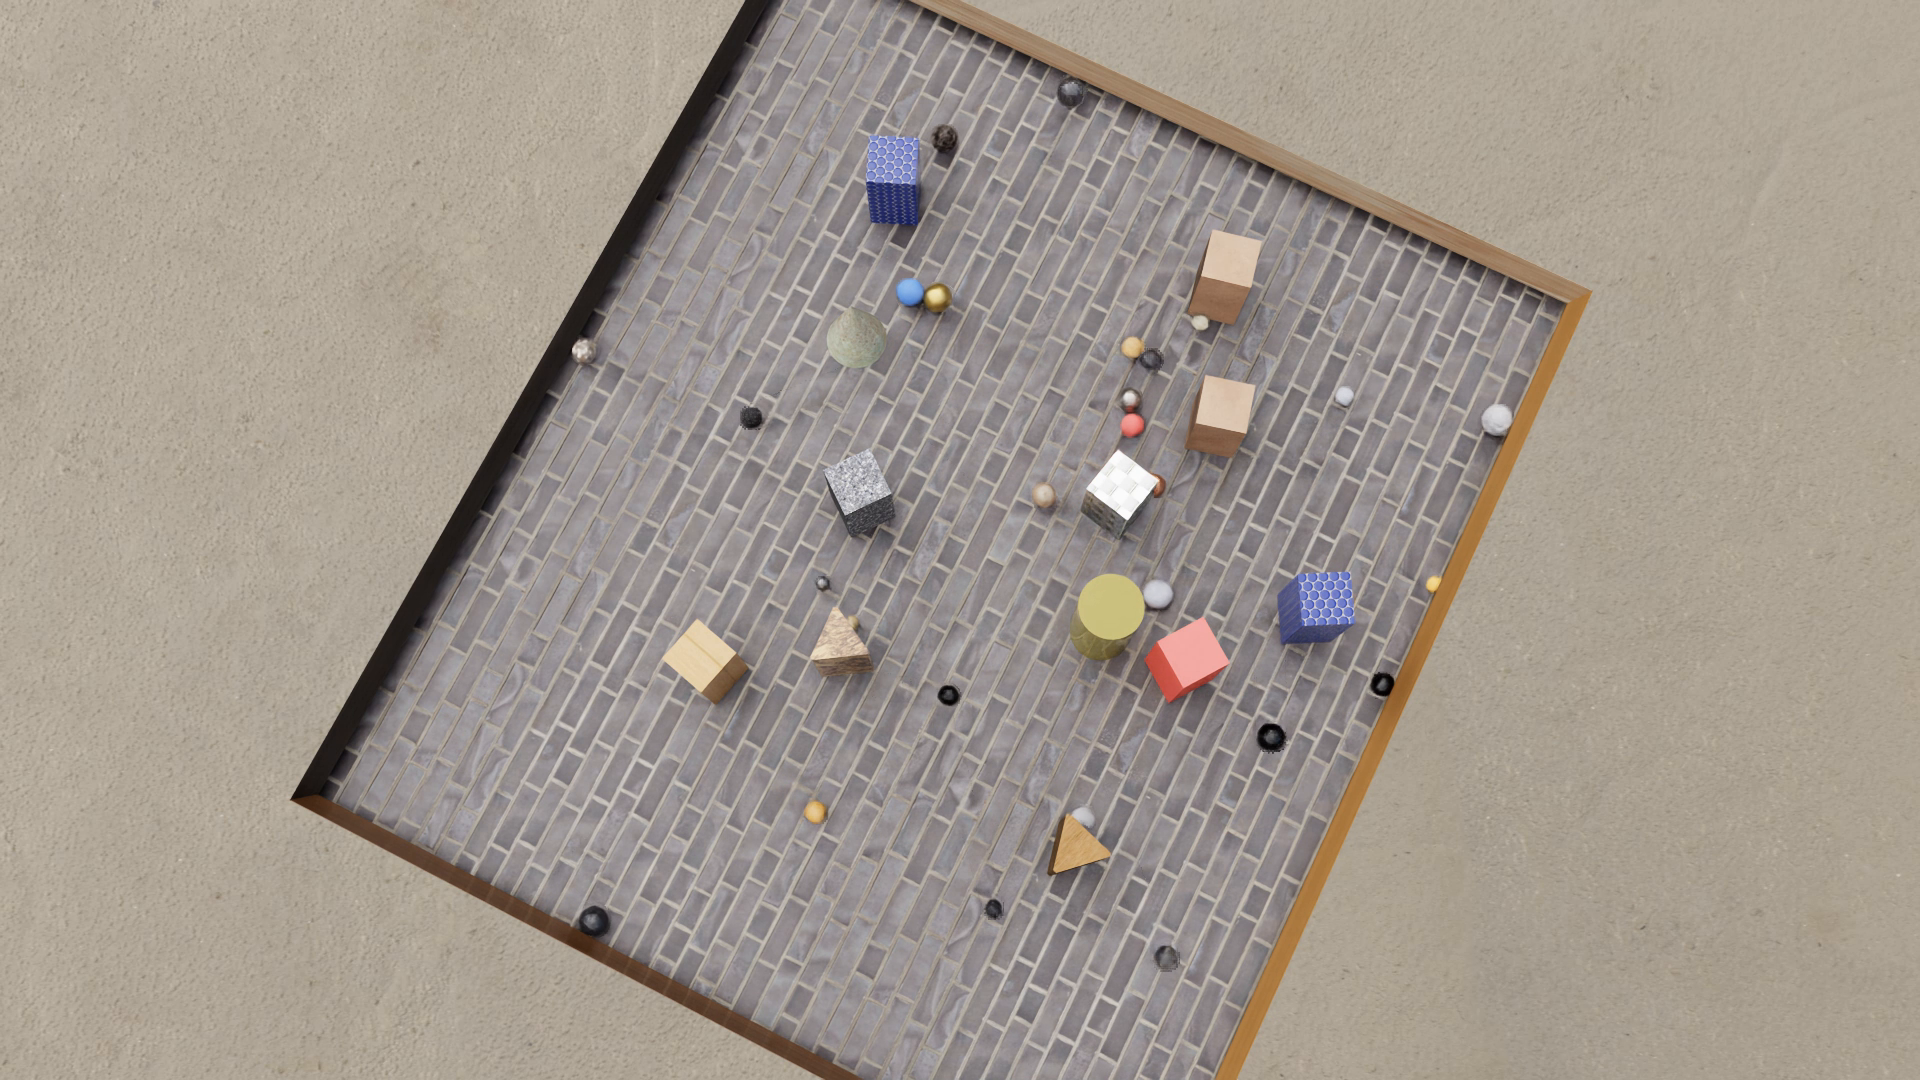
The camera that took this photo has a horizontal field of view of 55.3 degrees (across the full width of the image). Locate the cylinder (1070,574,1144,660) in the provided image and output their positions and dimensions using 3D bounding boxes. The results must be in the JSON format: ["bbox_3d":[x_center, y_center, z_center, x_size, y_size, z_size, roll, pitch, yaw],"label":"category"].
[{"bbox_3d":[0.425,0.230,5.353,0.188,0.422,0.188,0,78,0],"label":"cylinder"}]

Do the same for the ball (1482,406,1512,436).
[{"bbox_3d":[1.655,-0.369,5.645,0.093,0.093,0.093,0,78,0],"label":"ball"}]

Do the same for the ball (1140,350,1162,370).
[{"bbox_3d":[0.593,-0.560,5.699,0.065,0.065,0.065,0,78,0],"label":"ball"}]

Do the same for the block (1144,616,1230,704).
[{"bbox_3d":[0.659,0.355,5.353,0.150,0.373,0.150,-28,80,-5],"label":"block"}]

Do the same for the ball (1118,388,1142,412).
[{"bbox_3d":[0.525,-0.431,5.667,0.075,0.075,0.075,0,78,0],"label":"ball"}]

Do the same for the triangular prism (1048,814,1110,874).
[{"bbox_3d":[0.318,0.863,5.248,0.163,0.372,0.141,-16,79,-3],"label":"triangular prism"}]

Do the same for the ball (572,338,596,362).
[{"bbox_3d":[-1.168,-0.589,5.699,0.077,0.077,0.077,0,78,0],"label":"ball"}]

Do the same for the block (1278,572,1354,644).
[{"bbox_3d":[1.044,0.203,5.395,0.150,0.352,0.150,-3,78,-1],"label":"block"}]

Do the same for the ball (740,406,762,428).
[{"bbox_3d":[-0.644,-0.379,5.661,0.066,0.066,0.066,0,78,0],"label":"ball"}]

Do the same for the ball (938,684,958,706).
[{"bbox_3d":[-0.035,0.465,5.488,0.063,0.063,0.063,0,78,0],"label":"ball"}]

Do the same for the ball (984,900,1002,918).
[{"bbox_3d":[0.097,1.080,5.367,0.051,0.051,0.051,0,78,0],"label":"ball"}]

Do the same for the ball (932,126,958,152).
[{"bbox_3d":[-0.050,-1.277,5.838,0.083,0.083,0.083,0,78,0],"label":"ball"}]

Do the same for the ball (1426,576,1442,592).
[{"bbox_3d":[1.442,0.135,5.563,0.051,0.051,0.051,0,78,0],"label":"ball"}]

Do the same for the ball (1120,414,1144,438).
[{"bbox_3d":[0.531,-0.352,5.652,0.073,0.073,0.073,0,78,0],"label":"ball"}]

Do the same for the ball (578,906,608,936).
[{"bbox_3d":[-1.068,1.111,5.342,0.087,0.087,0.087,0,78,0],"label":"ball"}]

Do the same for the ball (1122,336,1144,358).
[{"bbox_3d":[0.537,-0.599,5.706,0.066,0.066,0.066,0,78,0],"label":"ball"}]

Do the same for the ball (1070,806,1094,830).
[{"bbox_3d":[0.361,0.821,5.411,0.069,0.069,0.069,0,78,0],"label":"ball"}]

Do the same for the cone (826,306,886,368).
[{"bbox_3d":[-0.324,-0.662,5.590,0.188,0.319,0.188,0,78,0],"label":"cone"}]

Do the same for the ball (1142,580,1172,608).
[{"bbox_3d":[0.598,0.163,5.537,0.090,0.090,0.090,0,78,0],"label":"ball"}]

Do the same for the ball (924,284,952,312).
[{"bbox_3d":[-0.069,-0.756,5.727,0.090,0.090,0.090,0,78,0],"label":"ball"}]

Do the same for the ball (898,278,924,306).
[{"bbox_3d":[-0.154,-0.775,5.733,0.085,0.085,0.085,0,78,0],"label":"ball"}]

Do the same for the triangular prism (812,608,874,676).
[{"bbox_3d":[-0.347,0.296,5.367,0.163,0.368,0.141,-6,78,-1],"label":"triangular prism"}]

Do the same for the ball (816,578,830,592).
[{"bbox_3d":[-0.415,0.135,5.566,0.043,0.043,0.043,0,78,0],"label":"ball"}]

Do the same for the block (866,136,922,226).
[{"bbox_3d":[-0.204,-1.111,5.678,0.150,0.329,0.150,4,78,1],"label":"block"}]

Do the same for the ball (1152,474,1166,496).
[{"bbox_3d":[0.597,-0.169,5.615,0.072,0.072,0.072,0,78,0],"label":"ball"}]

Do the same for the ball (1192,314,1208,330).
[{"bbox_3d":[0.751,-0.681,5.731,0.052,0.052,0.052,0,78,0],"label":"ball"}]

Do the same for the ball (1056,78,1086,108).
[{"bbox_3d":[0.356,-1.433,5.865,0.094,0.094,0.094,0,78,0],"label":"ball"}]

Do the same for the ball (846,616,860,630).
[{"bbox_3d":[-0.327,0.252,5.541,0.045,0.045,0.045,0,78,0],"label":"ball"}]

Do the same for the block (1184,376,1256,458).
[{"bbox_3d":[0.783,-0.371,5.543,0.150,0.293,0.150,12,79,2],"label":"block"}]

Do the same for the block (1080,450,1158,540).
[{"bbox_3d":[0.474,-0.131,5.490,0.150,0.300,0.150,38,81,7],"label":"block"}]

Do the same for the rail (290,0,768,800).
[{"bbox_3d":[-1.229,-0.595,5.676,0.045,0.122,3.141,26,80,5],"label":"rail"}]

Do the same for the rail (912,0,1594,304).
[{"bbox_3d":[0.692,-1.348,5.832,2.796,0.122,0.045,26,80,5],"label":"rail"}]

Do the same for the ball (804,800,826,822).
[{"bbox_3d":[-0.428,0.803,5.417,0.066,0.066,0.066,0,78,0],"label":"ball"}]

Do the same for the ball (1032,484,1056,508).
[{"bbox_3d":[0.259,-0.135,5.606,0.075,0.075,0.075,0,78,0],"label":"ball"}]

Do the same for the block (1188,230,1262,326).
[{"bbox_3d":[0.805,-0.799,5.604,0.150,0.348,0.150,14,79,3],"label":"block"}]

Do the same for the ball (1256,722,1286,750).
[{"bbox_3d":[0.926,0.585,5.453,0.083,0.083,0.083,0,78,0],"label":"ball"}]

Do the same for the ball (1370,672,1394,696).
[{"bbox_3d":[1.266,0.434,5.491,0.071,0.071,0.071,0,78,0],"label":"ball"}]

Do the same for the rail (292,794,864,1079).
[{"bbox_3d":[-0.692,1.361,5.272,2.796,0.122,0.045,26,80,5],"label":"rail"}]

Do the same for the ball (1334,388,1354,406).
[{"bbox_3d":[1.191,-0.444,5.679,0.058,0.058,0.058,0,78,0],"label":"ball"}]

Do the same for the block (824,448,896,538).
[{"bbox_3d":[-0.298,-0.137,5.482,0.150,0.319,0.150,-25,79,-5],"label":"block"}]

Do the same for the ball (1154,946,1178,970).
[{"bbox_3d":[0.598,1.214,5.330,0.069,0.069,0.069,0,78,0],"label":"ball"}]

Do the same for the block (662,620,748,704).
[{"bbox_3d":[-0.744,0.362,5.379,0.150,0.319,0.150,40,81,8],"label":"block"}]

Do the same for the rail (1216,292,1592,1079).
[{"bbox_3d":[1.229,0.608,5.427,0.045,0.122,3.141,26,80,5],"label":"rail"}]
